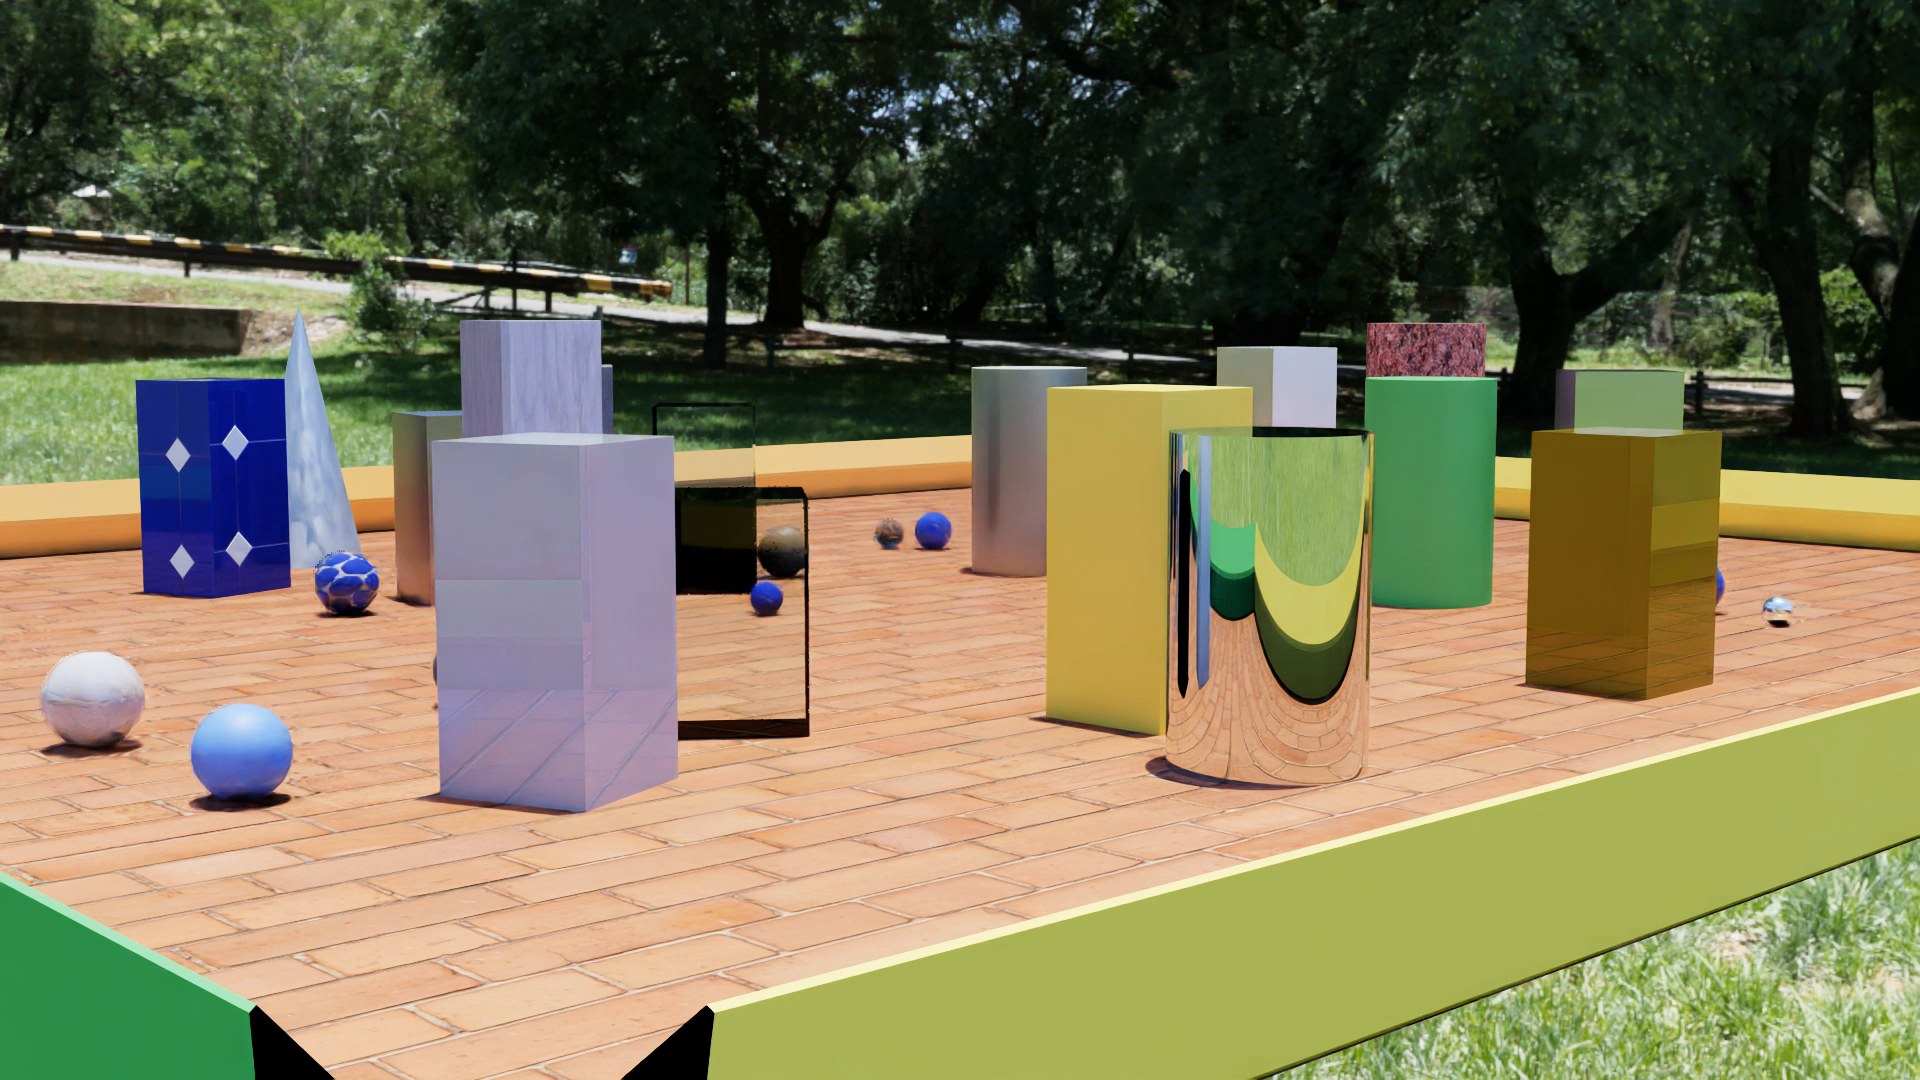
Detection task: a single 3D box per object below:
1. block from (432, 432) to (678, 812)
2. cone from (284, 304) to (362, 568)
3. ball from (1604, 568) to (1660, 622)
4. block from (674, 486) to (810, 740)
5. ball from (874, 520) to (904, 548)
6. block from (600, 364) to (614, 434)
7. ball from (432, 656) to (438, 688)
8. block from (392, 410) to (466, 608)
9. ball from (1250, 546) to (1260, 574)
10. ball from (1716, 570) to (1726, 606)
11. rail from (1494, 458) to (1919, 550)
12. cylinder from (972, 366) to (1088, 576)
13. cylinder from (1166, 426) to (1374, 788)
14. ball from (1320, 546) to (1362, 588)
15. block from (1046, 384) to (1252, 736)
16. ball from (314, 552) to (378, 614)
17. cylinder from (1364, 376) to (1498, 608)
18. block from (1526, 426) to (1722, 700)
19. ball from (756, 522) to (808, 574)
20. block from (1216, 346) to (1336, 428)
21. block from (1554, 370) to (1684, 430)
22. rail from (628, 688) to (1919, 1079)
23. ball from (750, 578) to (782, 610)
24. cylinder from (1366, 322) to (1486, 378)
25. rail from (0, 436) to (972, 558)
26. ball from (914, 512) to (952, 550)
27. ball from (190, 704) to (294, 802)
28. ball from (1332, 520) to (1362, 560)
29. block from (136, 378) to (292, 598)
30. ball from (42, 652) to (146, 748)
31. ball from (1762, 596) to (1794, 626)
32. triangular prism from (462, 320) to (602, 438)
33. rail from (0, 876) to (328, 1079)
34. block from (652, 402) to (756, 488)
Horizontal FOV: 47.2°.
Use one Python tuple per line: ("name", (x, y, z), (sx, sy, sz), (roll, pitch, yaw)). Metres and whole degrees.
("block", (-0.373, 0.069, 2.044), (0.158, 0.327, 0.158), (3, 7, 24))
("cone", (-1.158, -0.187, 3.875), (0.198, 0.457, 0.198), (0, 6, 0))
("ball", (0.963, 0.078, 3.154), (0.078, 0.078, 0.078), (0, 6, 0))
("block", (-0.245, 0.074, 2.361), (0.158, 0.250, 0.158), (-1, 6, -6))
("ball", (-0.133, -0.011, 4.129), (0.053, 0.053, 0.053), (0, 6, 0))
("block", (-0.659, -0.114, 3.677), (0.158, 0.352, 0.158), (-1, 6, -9))
("ball", (-0.551, 0.146, 2.478), (0.085, 0.085, 0.085), (0, 6, 0))
("block", (-0.773, -0.053, 3.406), (0.158, 0.287, 0.158), (-4, 7, -33))
("ball", (0.480, 0.033, 3.710), (0.053, 0.053, 0.053), (0, 6, 0))
("ball", (1.084, 0.068, 3.239), (0.081, 0.081, 0.081), (0, 6, 0))
("rail", (1.322, -0.093, 4.546), (0.045, 0.128, 3.285), (-5, 8, -42))
("cylinder", (0.118, -0.121, 3.770), (0.198, 0.347, 0.198), (0, 6, 0))
("cylinder", (0.301, 0.058, 2.142), (0.198, 0.328, 0.198), (0, 6, 0))
("ball", (0.595, 0.043, 3.430), (0.066, 0.066, 0.066), (0, 6, 0))
("block", (0.206, 0.014, 2.403), (0.158, 0.361, 0.158), (6, 8, 43))
("ball", (-0.900, 0.064, 3.227), (0.092, 0.092, 0.092), (0, 6, 0))
("cylinder", (0.719, -0.077, 3.376), (0.198, 0.341, 0.198), (0, 6, 0))
("block", (0.789, 0.022, 2.615), (0.158, 0.302, 0.158), (-6, 8, -44))
("ball", (-0.301, 0.012, 3.733), (0.089, 0.089, 0.089), (0, 6, 0))
("block", (0.597, -0.176, 4.162), (0.158, 0.375, 0.158), (-4, 7, -34))
("block", (1.000, -0.081, 3.356), (0.158, 0.354, 0.158), (0, 6, 5))
("rail", (1.098, 0.157, 2.148), (3.646, 0.128, 0.045), (-5, 8, -42))
("ball", (-0.289, 0.081, 3.275), (0.048, 0.048, 0.048), (0, 6, 0))
("cylinder", (0.789, -0.157, 3.744), (0.198, 0.423, 0.198), (0, 6, 0))
("rail", (-1.098, -0.090, 4.515), (3.646, 0.128, 0.045), (-5, 8, -42))
("ball", (-0.050, -0.017, 4.104), (0.071, 0.071, 0.071), (0, 6, 0))
("ball", (-0.653, 0.193, 2.000), (0.089, 0.089, 0.089), (0, 6, 0))
("ball", (0.670, 0.013, 3.678), (0.094, 0.094, 0.094), (0, 6, 0))
("block", (-1.187, -0.087, 3.499), (0.158, 0.336, 0.158), (3, 7, 28))
("ball", (-0.883, 0.163, 2.243), (0.099, 0.099, 0.099), (0, 6, 0))
("ball", (1.159, 0.100, 3.118), (0.042, 0.042, 0.042), (0, 6, 0))
("triangular prism", (-0.554, -0.054, 2.715), (0.148, 0.432, 0.171), (4, 7, 31))
("rail", (-1.322, 0.160, 2.118), (0.045, 0.128, 3.285), (-5, 8, -42))
("block", (-0.413, -0.073, 3.573), (0.158, 0.293, 0.158), (0, 6, -4))
